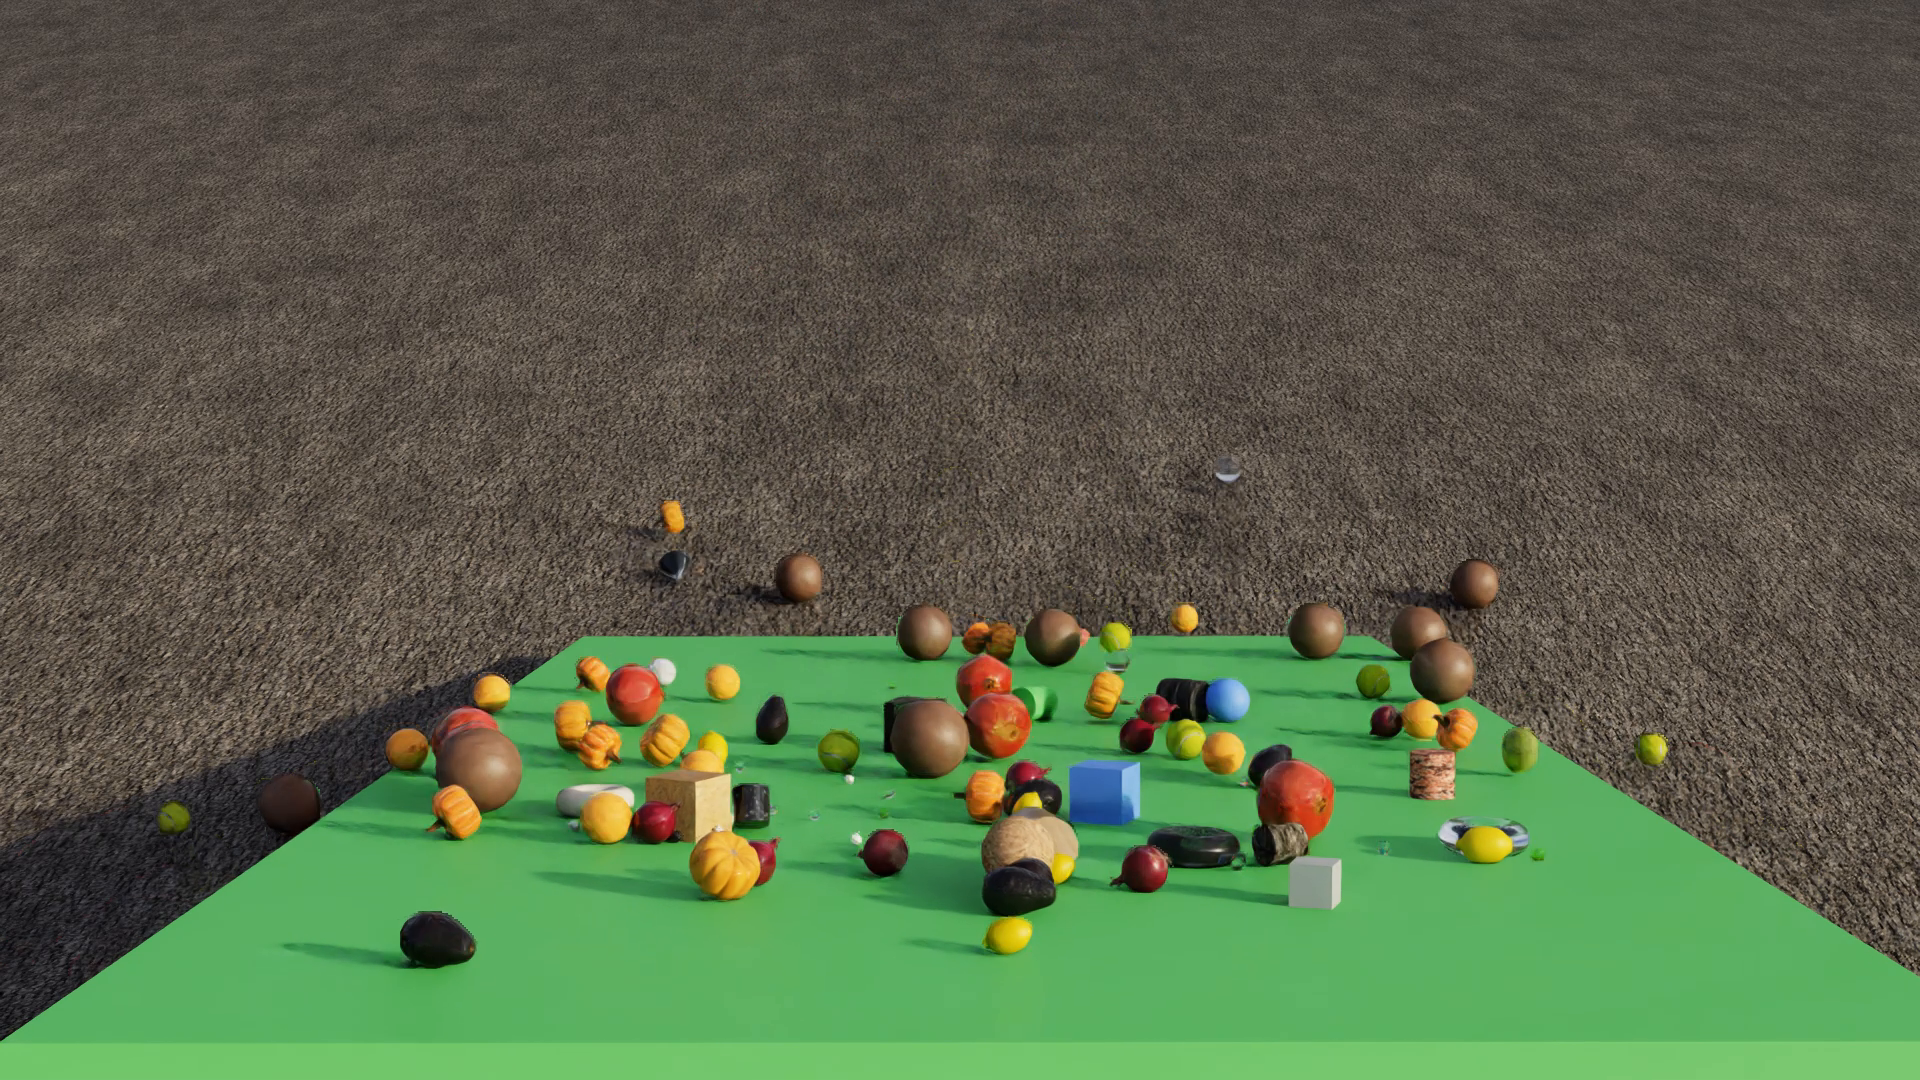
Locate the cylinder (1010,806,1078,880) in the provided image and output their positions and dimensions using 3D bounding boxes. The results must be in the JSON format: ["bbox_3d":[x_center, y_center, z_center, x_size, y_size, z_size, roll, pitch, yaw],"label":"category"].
[{"bbox_3d":[0.104,0.400,3.384,0.084,0.084,0.084,-4,4,-12],"label":"cylinder"}]

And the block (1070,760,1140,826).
[{"bbox_3d":[0.215,0.374,3.813,0.082,0.082,0.082,2,4,23],"label":"block"}]

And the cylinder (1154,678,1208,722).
[{"bbox_3d":[0.427,0.306,4.914,0.080,0.080,0.080,3,18,36],"label":"cylinder"}]

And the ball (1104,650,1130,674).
[{"bbox_3d":[0.347,0.271,5.674,0.055,0.055,0.055,0,20,0],"label":"ball"}]

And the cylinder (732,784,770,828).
[{"bbox_3d":[-0.303,0.387,3.721,0.053,0.053,0.053,-2,-20,-1],"label":"cylinder"}]

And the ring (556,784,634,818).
[{"bbox_3d":[-0.550,0.393,3.873,0.118,0.039,0.118,-1,2,0],"label":"ring"}]

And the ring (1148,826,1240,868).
[{"bbox_3d":[0.316,0.416,3.480,0.126,0.042,0.126,1,3,0],"label":"ring"}]

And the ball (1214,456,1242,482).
[{"bbox_3d":[0.832,-0.220,7.972,0.083,0.083,0.083,0,20,0],"label":"ball"}]

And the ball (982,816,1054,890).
[{"bbox_3d":[0.074,0.401,3.286,0.094,0.094,0.094,0,20,0],"label":"ball"}]

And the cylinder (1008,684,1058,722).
[{"bbox_3d":[0.140,0.313,4.917,0.066,0.066,0.066,17,14,39],"label":"cylinder"}]

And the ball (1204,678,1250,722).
[{"bbox_3d":[0.508,0.305,4.884,0.085,0.085,0.085,0,20,0],"label":"ball"}]

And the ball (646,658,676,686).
[{"bbox_3d":[-0.635,0.281,5.457,0.062,0.062,0.062,0,20,0],"label":"ball"}]

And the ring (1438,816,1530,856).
[{"bbox_3d":[0.726,0.411,3.556,0.124,0.041,0.124,1,4,0],"label":"ring"}]

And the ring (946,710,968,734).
[{"bbox_3d":[-0.039,0.338,4.772,0.109,0.036,0.109,0,5,0],"label":"ring"}]

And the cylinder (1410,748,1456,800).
[{"bbox_3d":[0.740,0.367,4.023,0.070,0.070,0.070,0,4,0],"label":"cylinder"}]

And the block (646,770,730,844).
[{"bbox_3d":[-0.389,0.381,3.679,0.087,0.087,0.087,2,4,29],"label":"block"}]

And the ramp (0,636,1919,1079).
[{"bbox_3d":[0.047,0.420,4.534,2.000,0.100,4.000,0,4,0],"label":"ramp"}]

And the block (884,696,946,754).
[{"bbox_3d":[-0.078,0.327,4.531,0.087,0.087,0.087,1,4,16],"label":"block"}]

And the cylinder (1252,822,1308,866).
[{"bbox_3d":[0.432,0.410,3.462,0.054,0.054,0.054,-1,18,-28],"label":"cylinder"}]

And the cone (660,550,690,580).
[{"bbox_3d":[-0.787,0.089,7.145,0.088,0.088,0.088,-5,35,-14],"label":"cone"}]

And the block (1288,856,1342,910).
[{"bbox_3d":[0.443,0.427,3.199,0.054,0.054,0.054,1,4,20],"label":"block"}]
